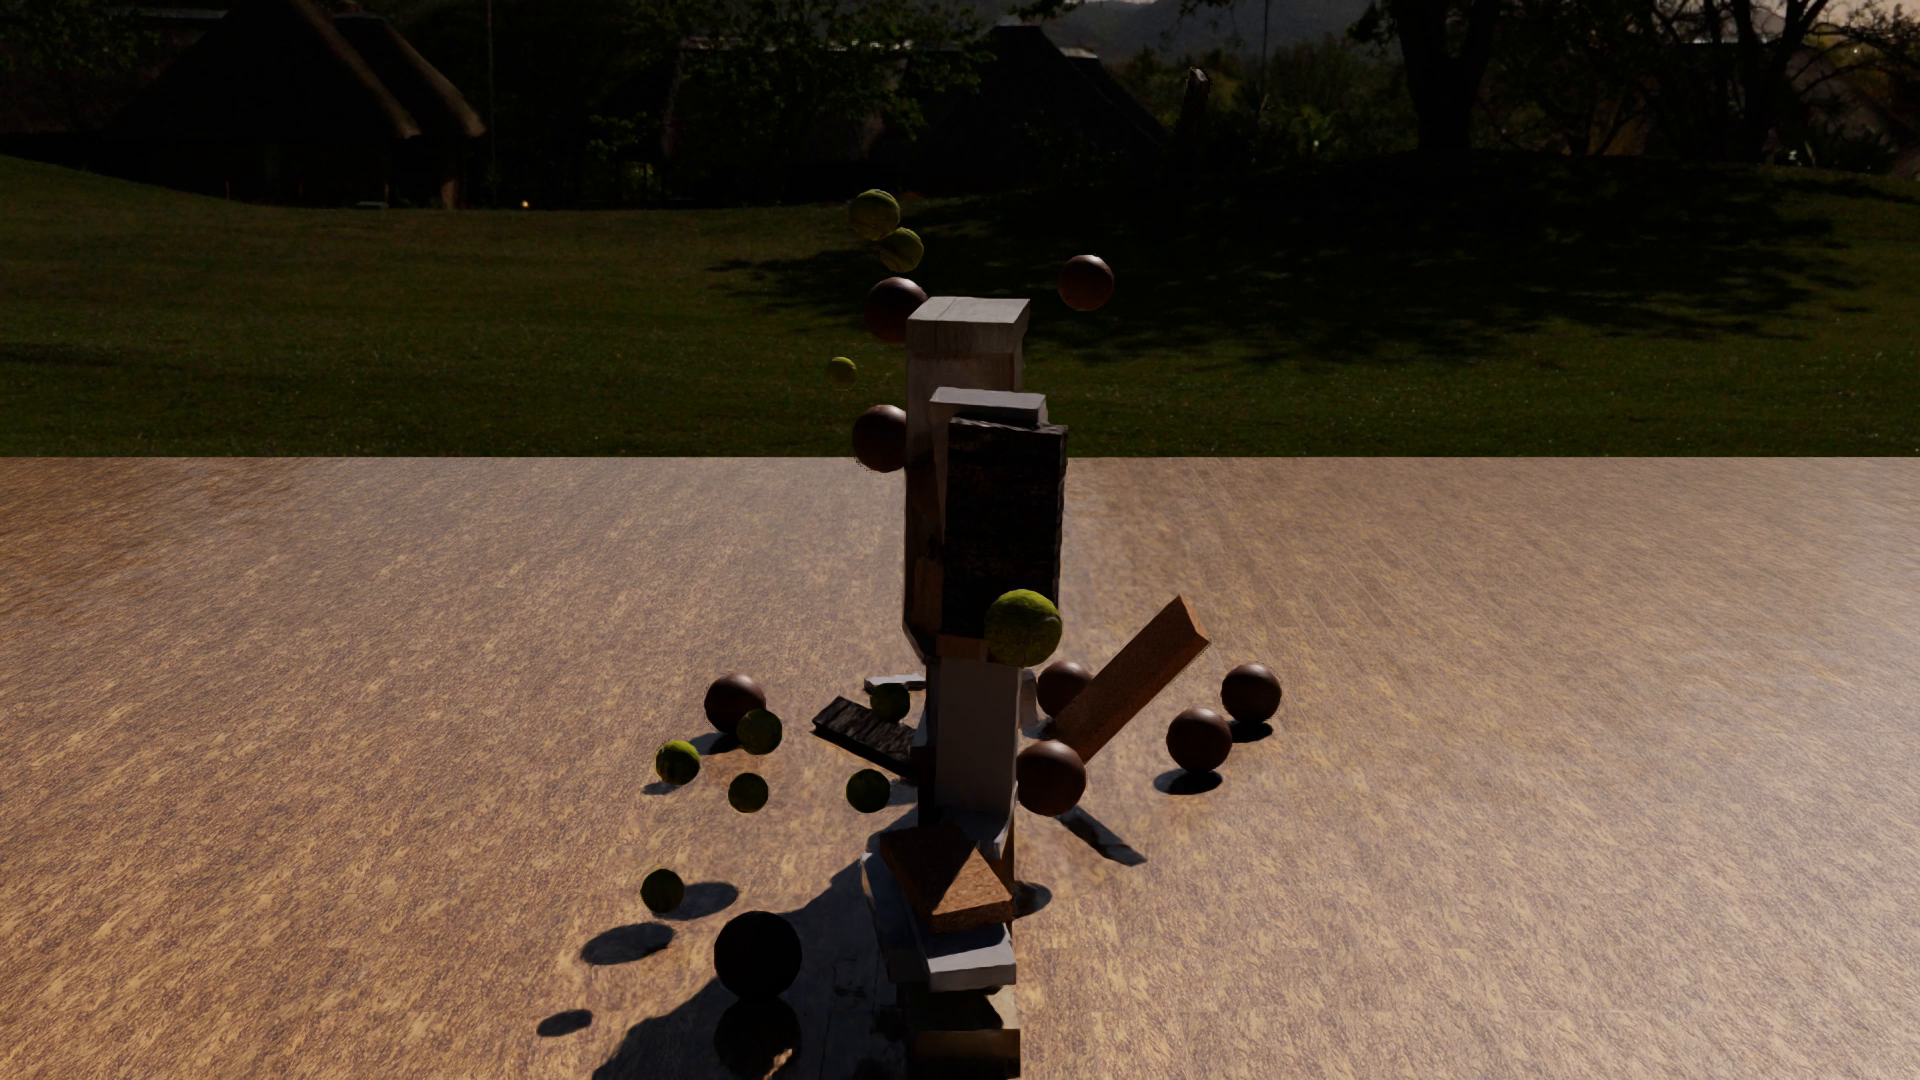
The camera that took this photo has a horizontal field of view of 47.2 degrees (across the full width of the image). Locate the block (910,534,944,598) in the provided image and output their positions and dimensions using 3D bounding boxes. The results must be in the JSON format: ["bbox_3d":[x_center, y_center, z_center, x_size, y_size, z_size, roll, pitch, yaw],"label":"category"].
[{"bbox_3d":[-0.036,0.052,3.649,0.064,0.018,0.128,21,50,-6],"label":"block"}]

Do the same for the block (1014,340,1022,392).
[{"bbox_3d":[0.020,-0.186,3.861,0.176,0.352,0.050,5,21,18],"label":"block"}]

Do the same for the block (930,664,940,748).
[{"bbox_3d":[-0.013,0.267,3.551,0.068,0.136,0.019,1,4,7],"label":"block"}]

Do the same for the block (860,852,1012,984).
[{"bbox_3d":[-0.038,0.521,3.094,0.167,0.047,0.333,-4,15,-8],"label":"block"}]

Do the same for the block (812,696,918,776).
[{"bbox_3d":[-0.172,0.399,4.525,0.081,0.023,0.414,-41,28,-20],"label":"block"}]

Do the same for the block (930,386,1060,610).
[{"bbox_3d":[0.055,-0.050,3.338,0.166,0.375,0.047,5,33,17],"label":"block"}]

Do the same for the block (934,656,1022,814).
[{"bbox_3d":[0.028,0.295,3.382,0.120,0.240,0.034,5,9,11],"label":"block"}]

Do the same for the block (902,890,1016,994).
[{"bbox_3d":[-0.003,0.521,2.935,0.113,0.032,0.226,-4,24,-10],"label":"block"}]

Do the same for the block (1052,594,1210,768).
[{"bbox_3d":[0.324,0.271,4.204,0.036,0.365,0.127,32,23,-30],"label":"block"}]

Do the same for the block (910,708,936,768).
[{"bbox_3d":[-0.012,0.331,3.678,0.118,0.034,0.237,1,11,4],"label":"block"}]

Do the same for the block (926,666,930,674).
[{"bbox_3d":[-0.005,0.246,3.622,0.068,0.136,0.019,-20,2,31],"label":"block"}]

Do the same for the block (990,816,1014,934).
[{"bbox_3d":[0.033,0.520,3.487,0.101,0.203,0.029,1,-4,0],"label":"block"}]

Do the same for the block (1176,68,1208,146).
[{"bbox_3d":[0.449,-0.836,4.246,0.018,0.130,0.065,4,31,-13],"label":"block"}]

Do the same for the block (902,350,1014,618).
[{"bbox_3d":[-0.004,-0.097,3.711,0.176,0.462,0.050,0,8,-6],"label":"block"}]

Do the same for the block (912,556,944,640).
[{"bbox_3d":[-0.046,0.095,3.570,0.018,0.128,0.064,-27,-43,35],"label":"block"}]

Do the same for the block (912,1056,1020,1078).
[{"bbox_3d":[0.005,0.671,2.992,0.139,0.039,0.308,0,1,-1],"label":"block"}]

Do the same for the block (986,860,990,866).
[{"bbox_3d":[-0.003,0.562,3.377,0.101,0.029,0.202,0,55,-1],"label":"block"}]

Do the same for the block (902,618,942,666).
[{"bbox_3d":[-0.045,0.164,3.586,0.068,0.019,0.136,0,24,-17],"label":"block"}]

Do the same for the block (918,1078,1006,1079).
[{"bbox_3d":[0.008,0.658,2.508,0.113,0.032,0.774,0,-9,-1],"label":"block"}]

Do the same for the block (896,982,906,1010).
[{"bbox_3d":[-0.023,0.571,3.165,0.139,0.039,0.277,0,27,-2],"label":"block"}]

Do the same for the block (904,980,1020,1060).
[{"bbox_3d":[-0.003,0.608,2.939,0.139,0.039,0.277,-1,15,-4],"label":"block"}]

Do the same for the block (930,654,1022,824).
[{"bbox_3d":[0.026,0.312,3.520,0.120,0.346,0.034,5,8,4],"label":"block"}]

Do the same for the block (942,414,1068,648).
[{"bbox_3d":[0.064,-0.013,3.255,0.166,0.333,0.047,7,22,13],"label":"block"}]

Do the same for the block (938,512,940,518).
[{"bbox_3d":[0.007,-0.004,3.631,0.064,0.018,0.128,13,35,-23],"label":"block"}]

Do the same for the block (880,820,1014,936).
[{"bbox_3d":[-0.021,0.458,2.999,0.113,0.032,0.226,-8,24,-19],"label":"block"}]

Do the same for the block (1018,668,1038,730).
[{"bbox_3d":[0.104,0.311,4.201,0.081,0.162,0.023,-18,54,-9],"label":"block"}]

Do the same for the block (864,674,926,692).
[{"bbox_3d":[-0.147,0.328,5.032,0.130,0.018,0.065,-4,11,-21],"label":"block"}]

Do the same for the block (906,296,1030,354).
[{"bbox_3d":[0.018,-0.370,3.753,0.176,0.050,0.352,3,13,6],"label":"block"}]

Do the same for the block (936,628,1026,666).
[{"bbox_3d":[0.048,0.138,3.432,0.120,0.034,0.240,7,14,11],"label":"block"}]

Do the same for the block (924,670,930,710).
[{"bbox_3d":[0.006,0.199,3.850,0.130,0.324,0.037,1,11,1],"label":"block"}]

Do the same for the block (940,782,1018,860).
[{"bbox_3d":[0.027,0.430,3.410,0.101,0.029,0.203,4,22,8],"label":"block"}]

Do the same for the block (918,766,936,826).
[{"bbox_3d":[-0.011,0.477,3.631,0.118,0.237,0.034,0,11,0],"label":"block"}]
